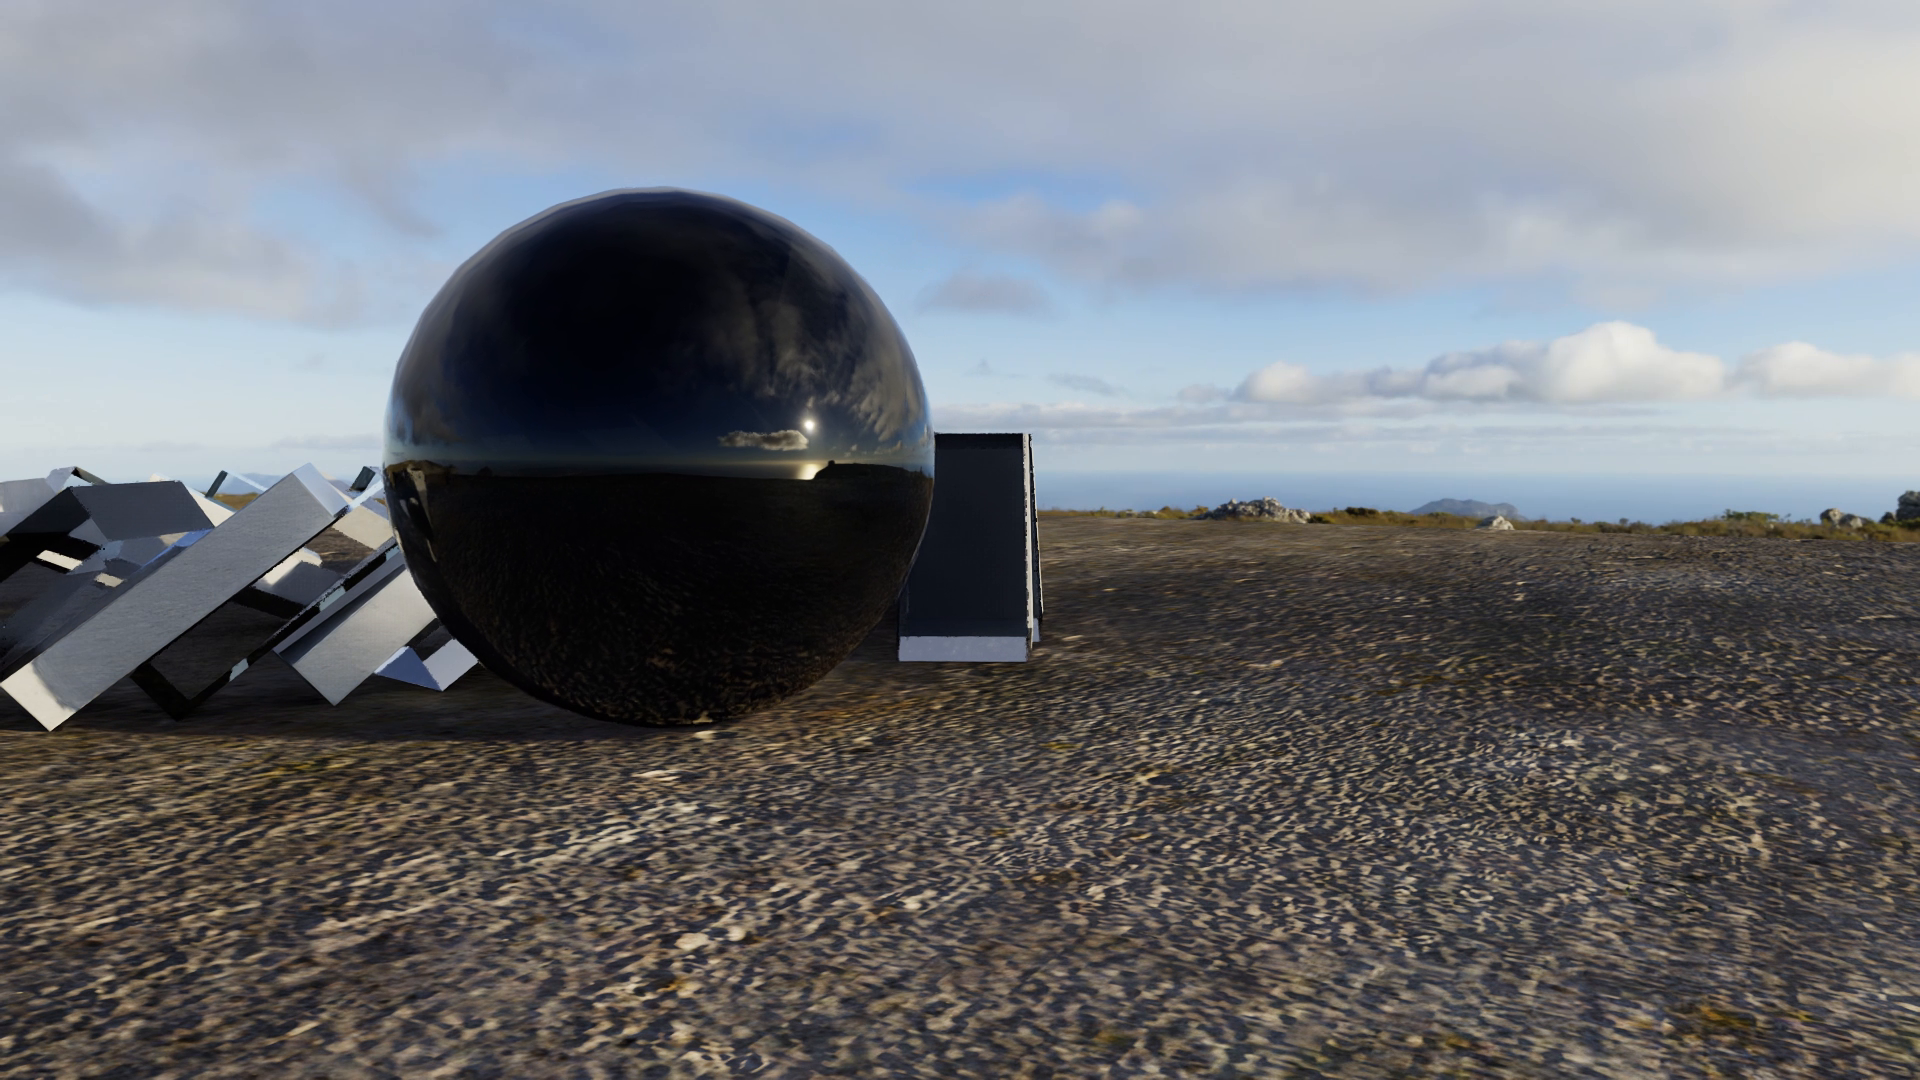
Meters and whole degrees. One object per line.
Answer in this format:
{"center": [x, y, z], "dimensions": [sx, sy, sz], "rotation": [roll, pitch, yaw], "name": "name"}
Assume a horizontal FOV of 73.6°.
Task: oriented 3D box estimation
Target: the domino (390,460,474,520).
{"center": [-0.126, -0.001, 0.331], "dimensions": [0.025, 0.009, 0.050], "rotation": [-1, 41, -42], "name": "domino"}

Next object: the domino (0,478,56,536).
{"center": [-0.161, 0.009, 0.192], "dimensions": [0.050, 0.009, 0.025], "rotation": [-34, -2, 16], "name": "domino"}

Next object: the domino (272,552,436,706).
{"center": [-0.096, 0.006, 0.226], "dimensions": [0.025, 0.009, 0.050], "rotation": [9, 49, 51], "name": "domino"}

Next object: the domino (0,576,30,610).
{"center": [-0.261, 0.003, 0.313], "dimensions": [0.025, 0.009, 0.050], "rotation": [2, -24, 25], "name": "domino"}

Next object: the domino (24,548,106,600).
{"center": [-0.254, 0.001, 0.332], "dimensions": [0.025, 0.009, 0.050], "rotation": [1, -24, 29], "name": "domino"}

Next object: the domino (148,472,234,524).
{"center": [-0.220, -0.003, 0.387], "dimensions": [0.050, 0.009, 0.025], "rotation": [33, -12, -27], "name": "domino"}

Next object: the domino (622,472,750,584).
{"center": [-0.084, -0.005, 0.411], "dimensions": [0.050, 0.009, 0.025], "rotation": [36, 21, 25], "name": "domino"}

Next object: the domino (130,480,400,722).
{"center": [-0.110, 0.007, 0.213], "dimensions": [0.050, 0.009, 0.025], "rotation": [-42, 20, -16], "name": "domino"}

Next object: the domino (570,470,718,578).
{"center": [-0.106, -0.006, 0.417], "dimensions": [0.050, 0.009, 0.025], "rotation": [33, 13, 16], "name": "domino"}

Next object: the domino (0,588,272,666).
{"center": [-0.179, 0.017, 0.274], "dimensions": [0.025, 0.010, 0.050], "rotation": [3, 5, 36], "name": "domino"}

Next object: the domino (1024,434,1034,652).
{"center": [0.002, 0.000, 0.274], "dimensions": [0.025, 0.050, 0.009], "rotation": [0, -35, 1], "name": "domino"}

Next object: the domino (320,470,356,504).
{"center": [-0.184, -0.005, 0.407], "dimensions": [0.050, 0.009, 0.025], "rotation": [31, -3, -13], "name": "domino"}

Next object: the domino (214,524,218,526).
{"center": [-0.173, 0.004, 0.296], "dimensions": [0.025, 0.010, 0.050], "rotation": [-8, -27, 43], "name": "domino"}

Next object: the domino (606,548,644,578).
{"center": [-0.127, -0.006, 0.418], "dimensions": [0.050, 0.009, 0.025], "rotation": [32, 8, 7], "name": "domino"}

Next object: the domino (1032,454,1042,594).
{"center": [0.005, -0.002, 0.299], "dimensions": [0.025, 0.050, 0.009], "rotation": [0, -35, -1], "name": "domino"}

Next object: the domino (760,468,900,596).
{"center": [-0.036, -0.003, 0.379], "dimensions": [0.025, 0.009, 0.050], "rotation": [-4, 38, -41], "name": "domino"}

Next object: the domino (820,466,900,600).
{"center": [-0.020, -0.003, 0.366], "dimensions": [0.025, 0.010, 0.050], "rotation": [-2, 39, -28], "name": "domino"}

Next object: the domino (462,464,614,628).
{"center": [-0.102, 0.001, 0.306], "dimensions": [0.025, 0.009, 0.050], "rotation": [-3, 41, -31], "name": "domino"}

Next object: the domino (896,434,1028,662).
{"center": [0.001, 0.001, 0.262], "dimensions": [0.025, 0.050, 0.009], "rotation": [0, -35, 1], "name": "domino"}

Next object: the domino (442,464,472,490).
{"center": [-0.111, 0.000, 0.320], "dimensions": [0.025, 0.010, 0.050], "rotation": [-2, 41, -33], "name": "domino"}

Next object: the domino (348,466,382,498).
{"center": [-0.167, -0.006, 0.412], "dimensions": [0.050, 0.010, 0.025], "rotation": [32, -2, -8], "name": "domino"}

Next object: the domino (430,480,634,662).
{"center": [-0.088, 0.005, 0.269], "dimensions": [0.025, 0.009, 0.050], "rotation": [0, 36, 4], "name": "domino"}

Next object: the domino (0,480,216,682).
{"center": [-0.143, 0.010, 0.195], "dimensions": [0.050, 0.009, 0.025], "rotation": [-35, 3, 4], "name": "domino"}

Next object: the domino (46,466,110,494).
{"center": [-0.234, -0.003, 0.368], "dimensions": [0.025, 0.010, 0.050], "rotation": [0, -30, 43], "name": "domino"}

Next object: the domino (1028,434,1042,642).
{"center": [0.004, -0.001, 0.287], "dimensions": [0.025, 0.050, 0.010], "rotation": [0, -35, -2], "name": "domino"}

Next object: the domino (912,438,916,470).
{"center": [0.001, -0.005, 0.337], "dimensions": [0.025, 0.050, 0.010], "rotation": [0, -36, -5], "name": "domino"}

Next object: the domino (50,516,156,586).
{"center": [-0.244, 0.000, 0.353], "dimensions": [0.025, 0.009, 0.050], "rotation": [3, -22, 38], "name": "domino"}

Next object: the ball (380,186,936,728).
{"center": [-0.043, -0.012, 0.193], "dimensions": [0.080, 0.080, 0.080], "rotation": [0, 4, 0], "name": "ball"}

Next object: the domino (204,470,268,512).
{"center": [-0.205, -0.005, 0.398], "dimensions": [0.050, 0.009, 0.025], "rotation": [32, -10, -20], "name": "domino"}

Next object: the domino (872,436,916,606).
{"center": [-0.007, -0.006, 0.350], "dimensions": [0.025, 0.050, 0.010], "rotation": [-1, -35, -18], "name": "domino"}

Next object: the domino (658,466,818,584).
{"center": [-0.069, -0.005, 0.402], "dimensions": [0.050, 0.010, 0.025], "rotation": [39, 23, 27], "name": "domino"}

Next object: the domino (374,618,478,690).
{"center": [-0.087, 0.007, 0.242], "dimensions": [0.025, 0.010, 0.050], "rotation": [4, 38, 41], "name": "domino"}

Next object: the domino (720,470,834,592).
{"center": [-0.049, -0.004, 0.391], "dimensions": [0.025, 0.009, 0.050], "rotation": [-4, 37, -43], "name": "domino"}

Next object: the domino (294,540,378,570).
{"center": [-0.159, 0.008, 0.332], "dimensions": [0.050, 0.009, 0.025], "rotation": [2, -18, 23], "name": "domino"}

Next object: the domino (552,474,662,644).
{"center": [-0.085, 0.003, 0.289], "dimensions": [0.025, 0.009, 0.050], "rotation": [2, 36, 0], "name": "domino"}

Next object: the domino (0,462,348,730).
{"center": [-0.123, 0.007, 0.205], "dimensions": [0.050, 0.010, 0.025], "rotation": [-40, 19, -12], "name": "domino"}
